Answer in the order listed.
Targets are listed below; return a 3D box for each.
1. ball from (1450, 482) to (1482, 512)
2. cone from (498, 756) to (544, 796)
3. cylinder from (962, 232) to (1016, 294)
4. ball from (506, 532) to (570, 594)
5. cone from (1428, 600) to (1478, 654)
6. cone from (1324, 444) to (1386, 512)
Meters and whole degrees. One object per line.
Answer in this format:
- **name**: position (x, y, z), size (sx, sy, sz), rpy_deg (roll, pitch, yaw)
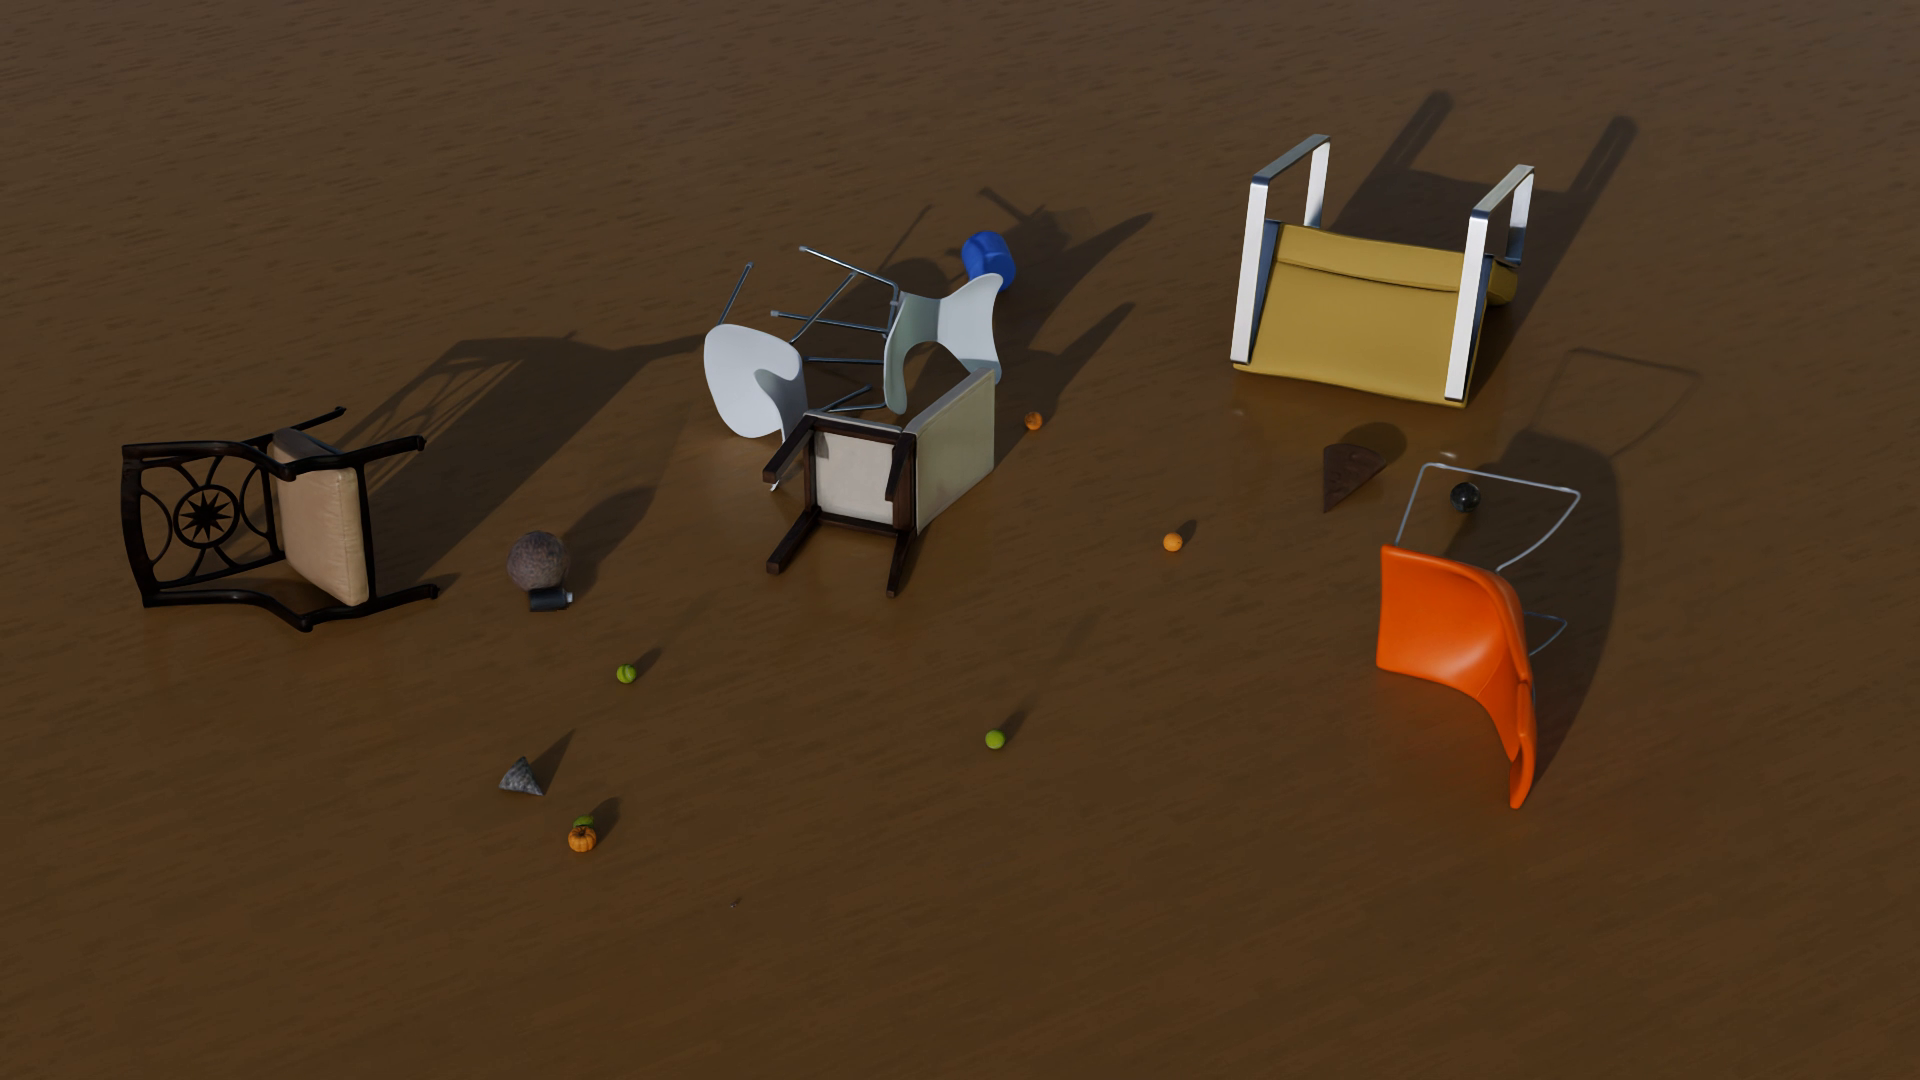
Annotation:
- **ball**: position (1.911, -0.161, 11.083), size (0.116, 0.116, 0.116), rpy_deg (0, 33, 0)
- **cone**: position (-1.423, 0.806, 9.671), size (0.136, 0.120, 0.144), rpy_deg (35, 39, 7)
- **cylinder**: position (0.121, -1.189, 12.567), size (0.196, 0.204, 0.201), rpy_deg (35, 20, -29)
- **ball**: position (-1.526, 0.081, 10.615), size (0.227, 0.227, 0.227), rpy_deg (0, 33, 0)
- **cone**: position (1.747, 0.330, 10.374), size (0.171, 0.177, 0.169), rpy_deg (26, 53, -36)
- **cone**: position (1.450, -0.208, 11.200), size (0.260, 0.132, 0.337), rpy_deg (12, 46, 25)
